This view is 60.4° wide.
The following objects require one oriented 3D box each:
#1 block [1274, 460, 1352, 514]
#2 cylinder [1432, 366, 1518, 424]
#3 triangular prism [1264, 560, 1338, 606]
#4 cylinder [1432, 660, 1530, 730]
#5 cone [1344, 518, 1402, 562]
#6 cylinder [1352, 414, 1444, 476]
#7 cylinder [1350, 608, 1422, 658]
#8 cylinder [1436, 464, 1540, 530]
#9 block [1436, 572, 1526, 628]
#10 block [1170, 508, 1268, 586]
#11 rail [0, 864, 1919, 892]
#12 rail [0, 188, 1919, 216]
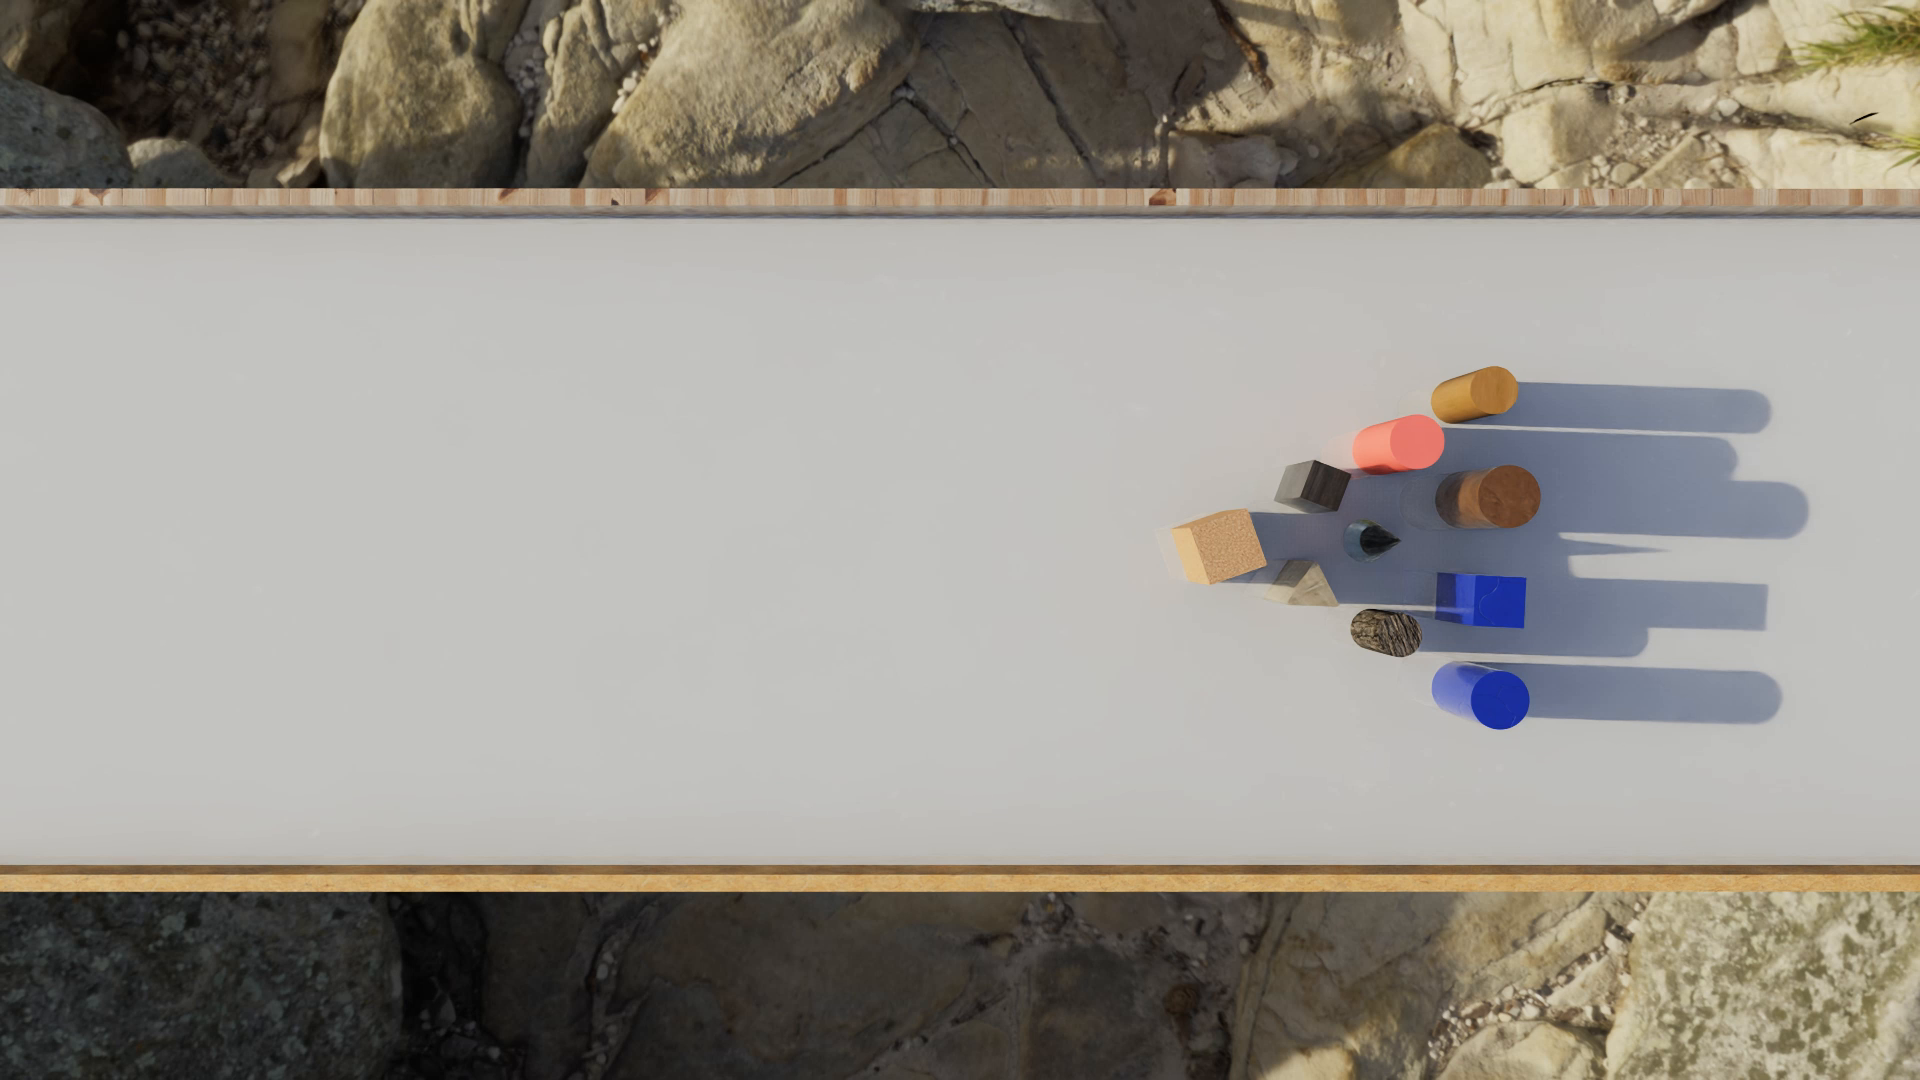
[{"bbox_3d":[1.038,-0.154,4.879,0.114,0.395,0.114,21,90,0],"label":"block"},{"bbox_3d":[1.518,-0.426,4.881,0.137,0.391,0.137,0,90,0],"label":"cylinder"},{"bbox_3d":[1.011,0.123,4.891,0.144,0.371,0.125,3,90,0],"label":"triangular prism"},{"bbox_3d":[1.534,0.456,4.881,0.167,0.391,0.167,0,90,0],"label":"cylinder"},{"bbox_3d":[1.247,0.002,4.864,0.136,0.424,0.136,0,90,0],"label":"cone"},{"bbox_3d":[1.284,-0.276,4.854,0.154,0.444,0.154,0,90,0],"label":"cylinder"},{"bbox_3d":[1.265,0.274,4.906,0.126,0.340,0.126,0,90,0],"label":"cylinder"},{"bbox_3d":[1.552,-0.123,4.867,0.178,0.419,0.178,0,90,0],"label":"cylinder"},{"bbox_3d":[1.539,0.176,4.889,0.145,0.375,0.145,3,90,0],"label":"block"},{"bbox_3d":[0.756,0.019,4.857,0.170,0.440,0.170,-19,90,0],"label":"block"},{"bbox_3d":[-2.247,1.025,5.001,12.000,0.150,0.050,0,90,0],"label":"rail"},{"bbox_3d":[-2.247,-1.025,5.002,12.000,0.150,0.050,0,90,0],"label":"rail"}]
